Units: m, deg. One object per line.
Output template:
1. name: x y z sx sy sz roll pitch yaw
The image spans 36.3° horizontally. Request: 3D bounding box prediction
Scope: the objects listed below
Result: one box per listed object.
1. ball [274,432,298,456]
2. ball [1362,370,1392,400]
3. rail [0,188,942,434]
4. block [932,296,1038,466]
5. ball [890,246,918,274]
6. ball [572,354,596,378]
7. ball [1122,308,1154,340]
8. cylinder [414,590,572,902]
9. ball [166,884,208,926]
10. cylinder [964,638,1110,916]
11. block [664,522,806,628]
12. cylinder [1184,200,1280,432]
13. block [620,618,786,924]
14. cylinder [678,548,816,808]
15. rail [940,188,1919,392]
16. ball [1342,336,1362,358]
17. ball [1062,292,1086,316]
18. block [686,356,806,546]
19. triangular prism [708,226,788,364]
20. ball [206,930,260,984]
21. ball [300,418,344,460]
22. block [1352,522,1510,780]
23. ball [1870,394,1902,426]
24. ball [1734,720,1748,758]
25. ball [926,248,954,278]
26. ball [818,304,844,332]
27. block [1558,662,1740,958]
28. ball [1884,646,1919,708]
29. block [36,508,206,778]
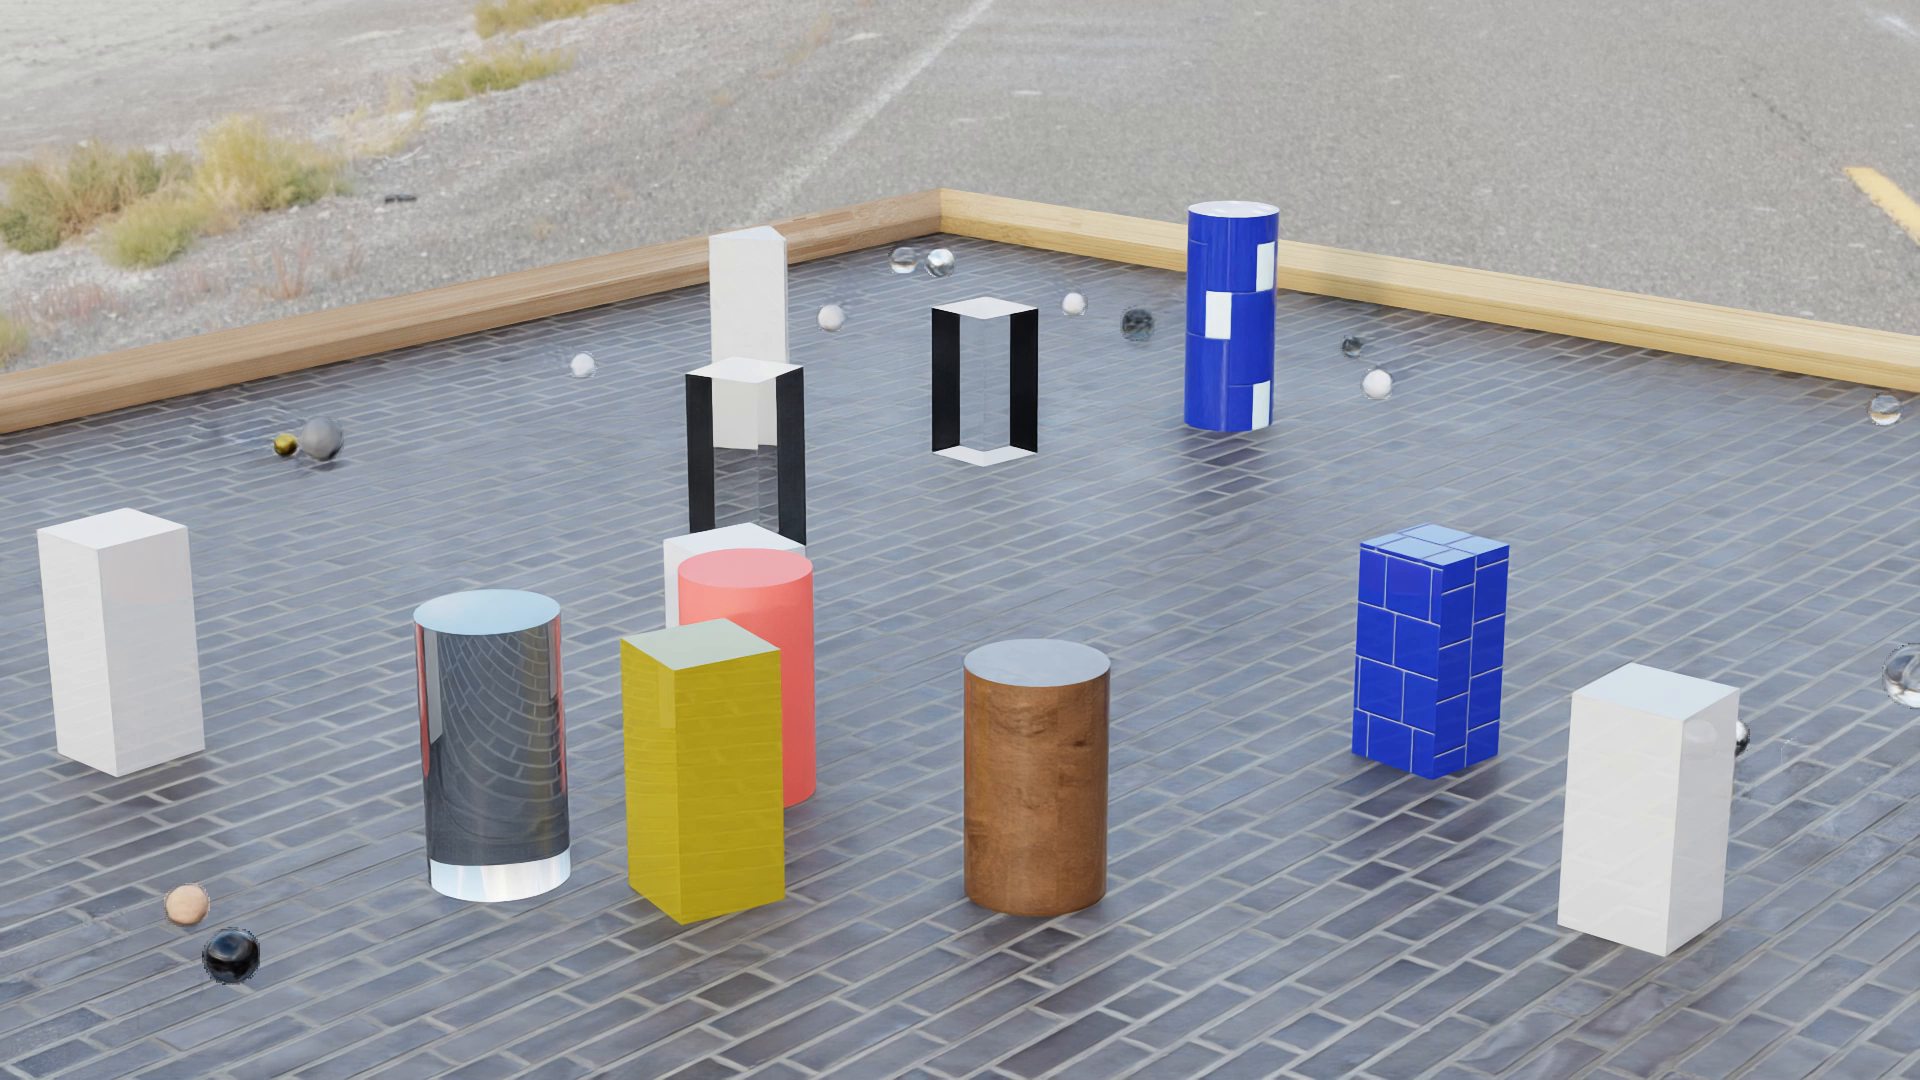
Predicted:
1. ball: -1.381 -0.195 6.006 0.048 0.048 0.048 0 17 0
2. ball: 0.921 -0.343 6.467 0.064 0.064 0.064 0 17 0
3. rail: -1.677 -0.390 6.515 0.045 0.124 4.999 14 22 39
4. block: 0.051 -0.325 5.993 0.153 0.305 0.153 -15 23 -41
5. ball: -0.149 -0.741 7.769 0.073 0.073 0.073 0 17 0
6. ball: -0.855 -0.395 6.656 0.055 0.055 0.055 0 17 0
7. ball: 0.426 -0.516 7.019 0.077 0.077 0.077 0 17 0
8. cylinder: -0.621 0.271 3.902 0.192 0.371 0.192 0 17 0
9. ball: -0.999 0.472 3.789 0.052 0.052 0.052 0 17 0
10. cylinder: 0.100 0.311 3.865 0.192 0.317 0.192 0 17 0
11. block: -0.339 0.148 4.434 0.153 0.300 0.153 -12 21 -35
12. cylinder: 0.575 -0.477 6.228 0.192 0.458 0.192 0 17 0
13. block: -0.337 0.301 3.843 0.153 0.349 0.153 -10 20 -31
14. cylinder: -0.305 0.199 4.206 0.192 0.334 0.192 0 17 0
15. rail: 1.623 -0.509 6.910 4.490 0.124 0.045 14 22 39
16. ball: 0.917 -0.451 6.855 0.047 0.047 0.047 0 17 0
17. ball: 0.285 -0.586 7.283 0.058 0.058 0.058 0 17 0
18. block: -0.388 -0.144 5.329 0.153 0.341 0.153 9 19 29
19. triangular prism: -0.420 -0.434 6.141 0.166 0.427 0.144 4 17 13
20. ball: -0.899 0.515 3.624 0.065 0.065 0.065 0 17 0
21. ball: -1.302 -0.207 5.976 0.087 0.087 0.087 0 17 0
22. block: 0.695 0.162 4.337 0.153 0.328 0.153 -15 22 -40
23. ball: 1.972 -0.278 6.248 0.066 0.066 0.066 0 17 0
24. ball: 1.141 0.294 4.361 0.061 0.061 0.061 0 17 0
25. ball: -0.051 -0.731 7.734 0.075 0.075 0.075 0 17 0
26. ball: -0.312 -0.539 7.115 0.064 0.064 0.064 0 17 0
27. block: 0.881 0.343 3.757 0.153 0.318 0.153 14 22 38
28. ball: 1.492 0.213 4.572 0.096 0.096 0.096 0 17 0
29. block: -1.242 0.149 4.345 0.153 0.349 0.153 14 22 39
